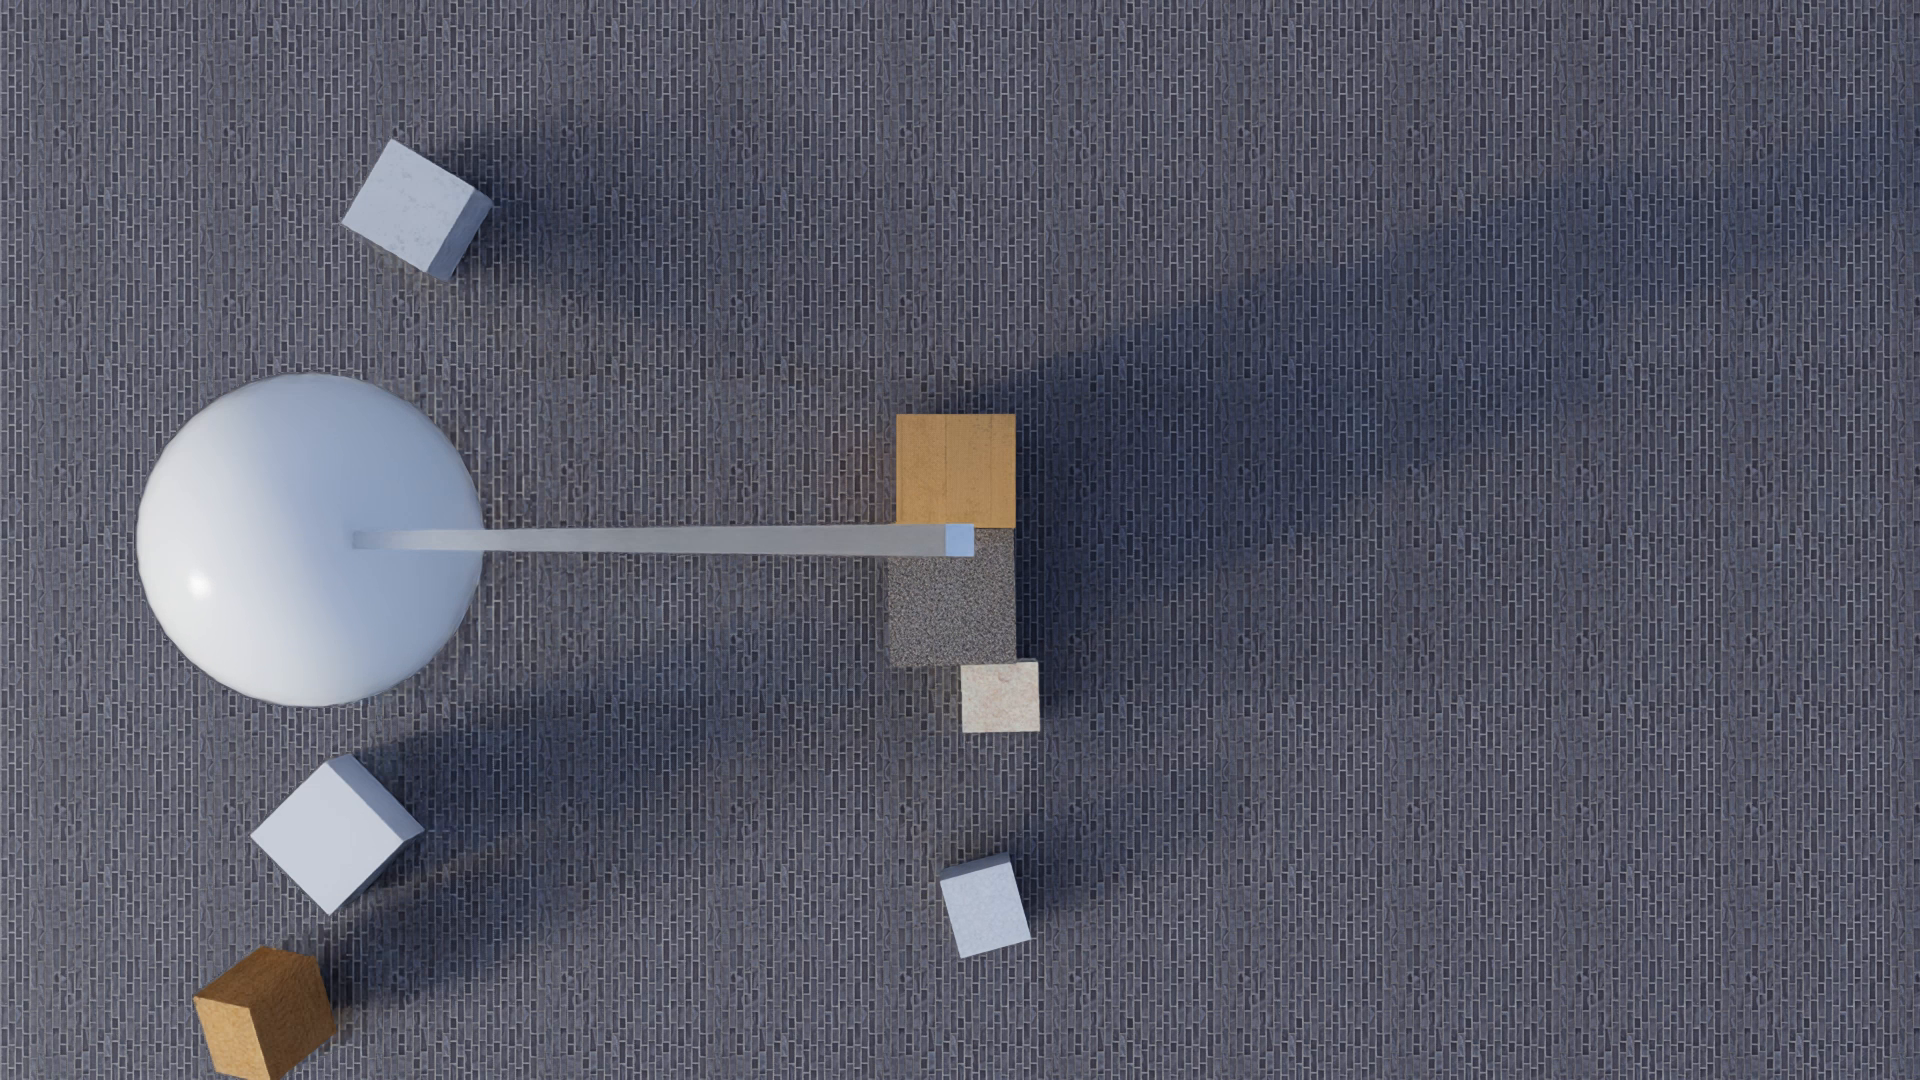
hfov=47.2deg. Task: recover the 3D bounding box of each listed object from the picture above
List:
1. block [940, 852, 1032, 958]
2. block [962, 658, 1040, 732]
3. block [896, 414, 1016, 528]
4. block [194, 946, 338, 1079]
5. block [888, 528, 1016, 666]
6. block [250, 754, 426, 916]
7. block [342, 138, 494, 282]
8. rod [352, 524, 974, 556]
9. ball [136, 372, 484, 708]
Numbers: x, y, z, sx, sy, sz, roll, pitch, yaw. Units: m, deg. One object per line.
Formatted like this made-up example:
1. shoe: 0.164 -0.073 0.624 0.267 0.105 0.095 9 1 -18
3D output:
1. block: 0.146 2.114 12.780 0.418 0.439 0.458 -15 90 0
2. block: 0.231 0.900 12.786 0.442 0.428 0.395 -1 90 0
3. block: -0.022 -0.385 12.635 0.663 0.730 0.635 0 90 0
4. block: -3.970 2.716 12.590 0.435 0.535 0.508 4 114 29
5. block: -0.046 0.323 12.685 0.713 0.630 0.766 -1 90 0
6. block: -3.594 1.696 12.742 0.596 0.516 0.638 -45 90 0
7. block: -3.132 -1.899 12.741 0.554 0.517 0.558 30 90 0
8. rod: -1.339 0.000 7.603 0.080 5.200 0.080 0 90 -31
9. ball: -3.089 0.000 10.518 1.600 1.600 1.600 0 90 0
